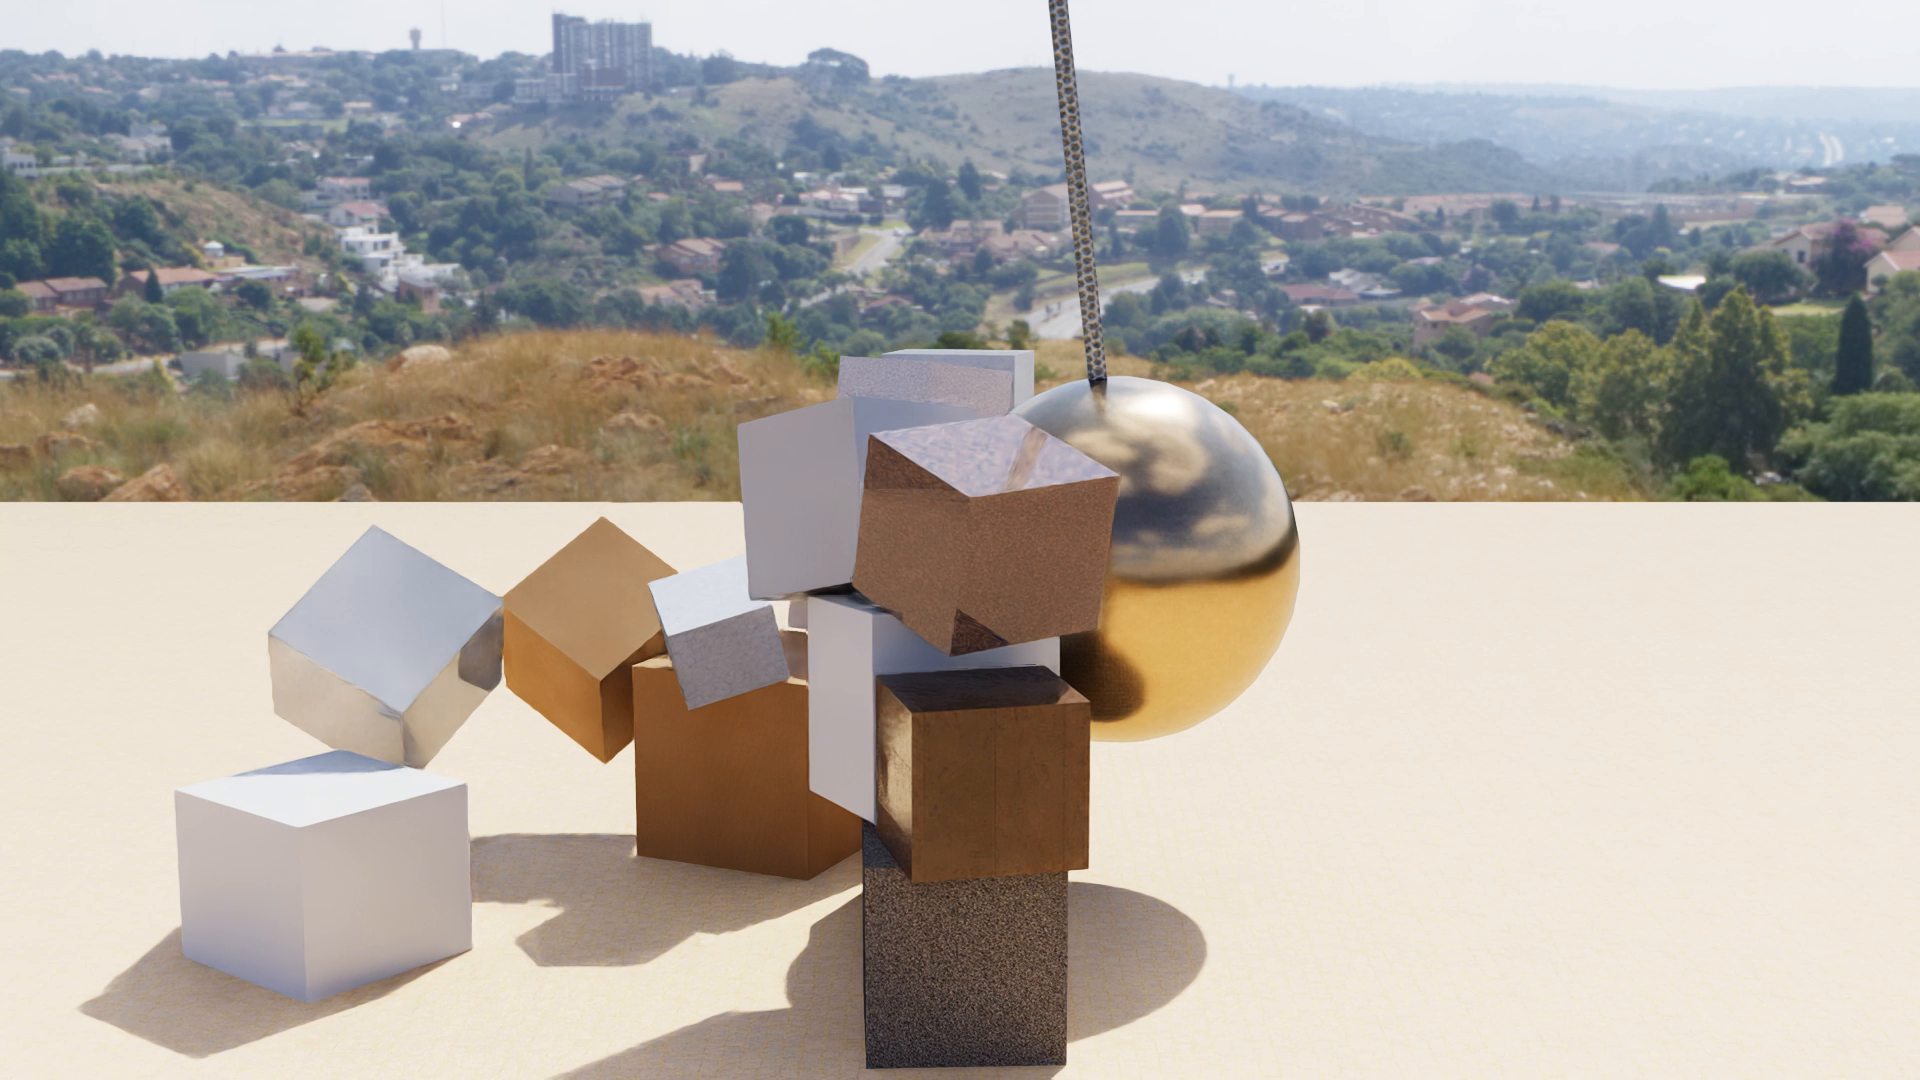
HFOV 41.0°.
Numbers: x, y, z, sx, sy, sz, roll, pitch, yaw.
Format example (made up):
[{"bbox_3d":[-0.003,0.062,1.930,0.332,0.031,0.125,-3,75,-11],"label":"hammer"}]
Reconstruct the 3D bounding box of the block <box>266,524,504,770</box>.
[{"bbox_3d":[-2.470,0.507,11.085,0.691,0.611,0.712,29,53,11],"label":"block"}]

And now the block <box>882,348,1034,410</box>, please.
[{"bbox_3d":[-0.004,-0.639,13.159,0.677,0.649,0.661,1,7,10],"label":"block"}]

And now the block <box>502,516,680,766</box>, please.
[{"bbox_3d":[-1.675,0.472,12.069,0.660,0.684,0.687,35,57,21],"label":"block"}]

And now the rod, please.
[{"bbox_3d":[0.296,-3.238,10.592,0.080,5.200,0.080,-6,10,1],"label":"rod"}]

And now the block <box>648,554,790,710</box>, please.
[{"bbox_3d":[-1.057,0.397,11.270,0.465,0.393,0.472,-17,32,-9],"label":"block"}]

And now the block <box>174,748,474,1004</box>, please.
[{"bbox_3d":[-2.552,1.327,10.310,0.820,0.700,0.809,8,13,39],"label":"block"}]

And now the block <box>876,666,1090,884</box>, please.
[{"bbox_3d":[0.074,0.825,9.174,0.640,0.605,0.579,-3,11,-14],"label":"block"}]

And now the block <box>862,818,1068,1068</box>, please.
[{"bbox_3d":[0.004,1.448,9.520,0.719,0.745,0.813,-1,10,-3],"label":"block"}]

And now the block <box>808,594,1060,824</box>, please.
[{"bbox_3d":[-0.111,0.619,9.889,0.741,0.773,0.785,-2,5,-21],"label":"block"}]

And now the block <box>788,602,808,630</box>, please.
[{"bbox_3d":[-0.252,0.100,12.369,0.723,0.726,0.839,7,3,38],"label":"block"}]

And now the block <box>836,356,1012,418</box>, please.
[{"bbox_3d":[-0.188,-0.558,12.420,0.580,0.590,0.604,7,3,41],"label":"block"}]

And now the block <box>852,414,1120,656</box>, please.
[{"bbox_3d":[0.087,-0.030,9.407,0.663,0.613,0.642,-9,28,-34],"label":"block"}]

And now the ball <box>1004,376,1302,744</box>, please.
[{"bbox_3d":[0.684,0.085,11.196,1.600,1.600,1.600,0,10,0],"label":"ball"}]

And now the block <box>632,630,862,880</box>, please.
[{"bbox_3d":[-0.869,0.956,11.833,0.882,0.886,0.952,5,11,24],"label":"block"}]

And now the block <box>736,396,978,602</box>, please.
[{"bbox_3d":[-0.383,-0.144,10.192,0.655,0.706,0.699,-11,-9,42],"label":"block"}]
